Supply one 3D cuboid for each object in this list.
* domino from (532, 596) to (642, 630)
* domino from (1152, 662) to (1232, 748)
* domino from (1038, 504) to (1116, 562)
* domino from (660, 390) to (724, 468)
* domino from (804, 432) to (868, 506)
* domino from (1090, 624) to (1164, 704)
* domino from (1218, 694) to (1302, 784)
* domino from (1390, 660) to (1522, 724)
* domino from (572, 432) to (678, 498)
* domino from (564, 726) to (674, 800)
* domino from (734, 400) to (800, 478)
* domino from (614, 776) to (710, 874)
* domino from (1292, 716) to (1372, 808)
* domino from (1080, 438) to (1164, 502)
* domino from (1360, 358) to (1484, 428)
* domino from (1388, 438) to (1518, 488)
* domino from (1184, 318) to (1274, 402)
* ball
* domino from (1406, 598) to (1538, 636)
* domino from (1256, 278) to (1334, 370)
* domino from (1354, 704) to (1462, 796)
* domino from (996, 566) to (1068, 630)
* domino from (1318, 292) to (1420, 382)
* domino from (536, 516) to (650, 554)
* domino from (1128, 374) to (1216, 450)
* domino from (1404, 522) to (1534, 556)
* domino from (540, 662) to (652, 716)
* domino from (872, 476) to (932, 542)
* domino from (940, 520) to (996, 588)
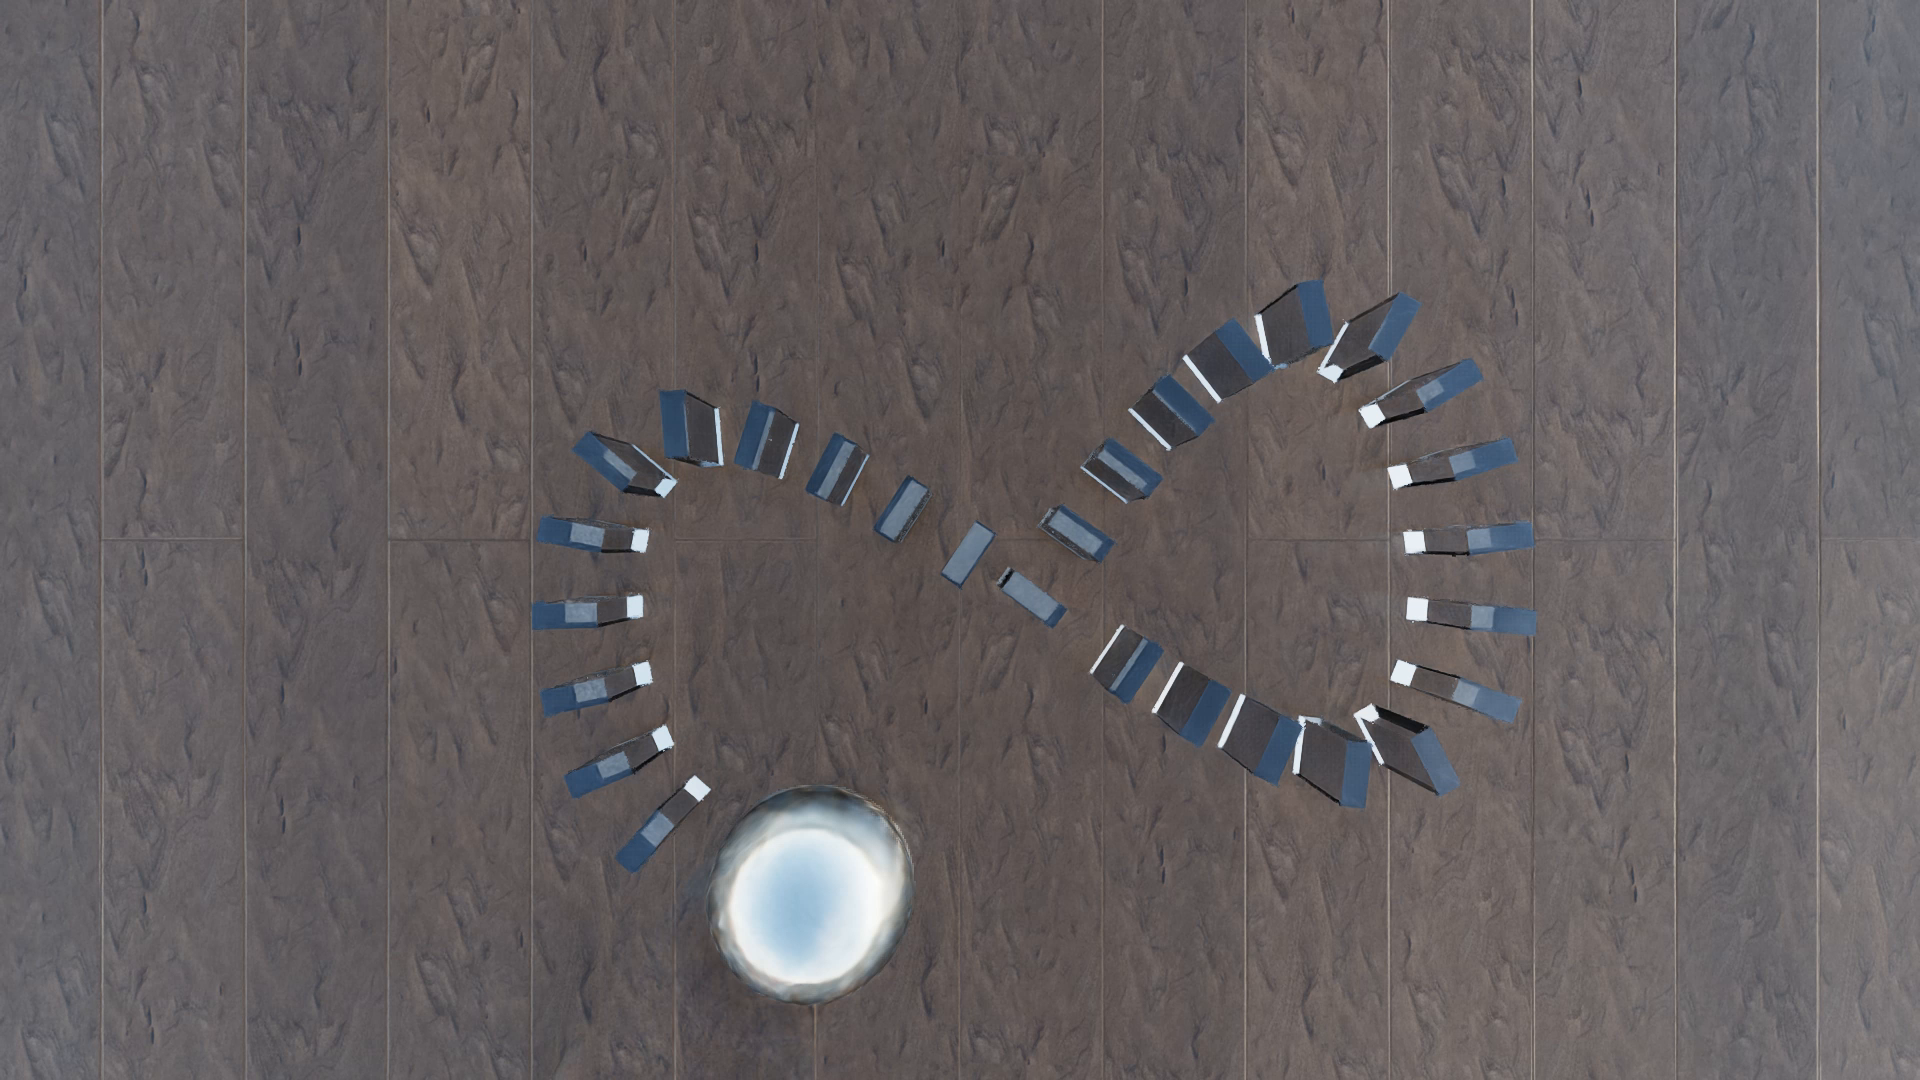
[{"bbox_3d":[-0.151,0.029,0.375,0.025,0.050,0.009,-1,90,0],"label":"domino"},{"bbox_3d":[0.094,0.066,0.375,0.009,0.050,0.025,29,90,0],"label":"domino"},{"bbox_3d":[0.047,-0.003,0.375,0.025,0.050,0.009,36,90,0],"label":"domino"},{"bbox_3d":[-0.109,-0.045,0.375,0.009,0.050,0.025,-5,90,0],"label":"domino"},{"bbox_3d":[-0.050,-0.028,0.375,0.009,0.050,0.025,28,90,0],"label":"domino"},{"bbox_3d":[0.067,0.050,0.375,0.010,0.050,0.025,34,90,0],"label":"domino"},{"bbox_3d":[0.122,0.080,0.375,0.010,0.050,0.025,24,90,0],"label":"domino"},{"bbox_3d":[0.201,0.061,0.375,0.025,0.050,0.009,21,90,0],"label":"domino"},{"bbox_3d":[-0.136,-0.030,0.375,0.025,0.050,0.009,40,90,0],"label":"domino"},{"bbox_3d":[-0.138,0.090,0.375,0.025,0.050,0.010,-23,90,0],"label":"domino"},{"bbox_3d":[-0.078,-0.040,0.375,0.010,0.050,0.025,18,90,0],"label":"domino"},{"bbox_3d":[-0.121,0.115,0.375,0.009,0.050,0.025,41,90,0],"label":"domino"},{"bbox_3d":[0.151,0.090,0.375,0.010,0.050,0.025,7,90,0],"label":"domino"},{"bbox_3d":[0.065,-0.028,0.375,0.025,0.050,0.009,38,90,0],"label":"domino"},{"bbox_3d":[0.187,-0.059,0.375,0.025,0.050,0.010,-31,90,0],"label":"domino"},{"bbox_3d":[0.200,-0.031,0.375,0.025,0.050,0.010,-18,90,0],"label":"domino"},{"bbox_3d":[0.108,-0.073,0.375,0.009,0.050,0.025,-38,90,0],"label":"domino"},{"bbox_3d":[-0.058,0.138,0.360,0.080,0.080,0.080,0,90,0],"label":"ball"},{"bbox_3d":[0.208,0.031,0.375,0.025,0.050,0.010,5,90,0],"label":"domino"},{"bbox_3d":[0.136,-0.087,0.375,0.009,0.050,0.025,-11,90,0],"label":"domino"},{"bbox_3d":[0.182,0.085,0.375,0.009,0.050,0.025,-28,90,0],"label":"domino"},{"bbox_3d":[0.028,0.023,0.375,0.025,0.050,0.009,37,90,0],"label":"domino"},{"bbox_3d":[0.166,-0.082,0.375,0.010,0.050,0.025,30,90,0],"label":"domino"},{"bbox_3d":[-0.149,-0.002,0.375,0.025,0.050,0.010,11,90,0],"label":"domino"},{"bbox_3d":[0.086,-0.051,0.375,0.025,0.050,0.010,44,90,0],"label":"domino"},{"bbox_3d":[0.207,0.000,0.375,0.025,0.050,0.009,-7,90,0],"label":"domino"},{"bbox_3d":[-0.147,0.060,0.375,0.025,0.050,0.009,-12,90,0],"label":"domino"},{"bbox_3d":[-0.023,-0.012,0.375,0.009,0.050,0.025,33,90,0],"label":"domino"},{"bbox_3d":[0.003,0.005,0.375,0.010,0.050,0.025,34,90,0],"label":"domino"}]
